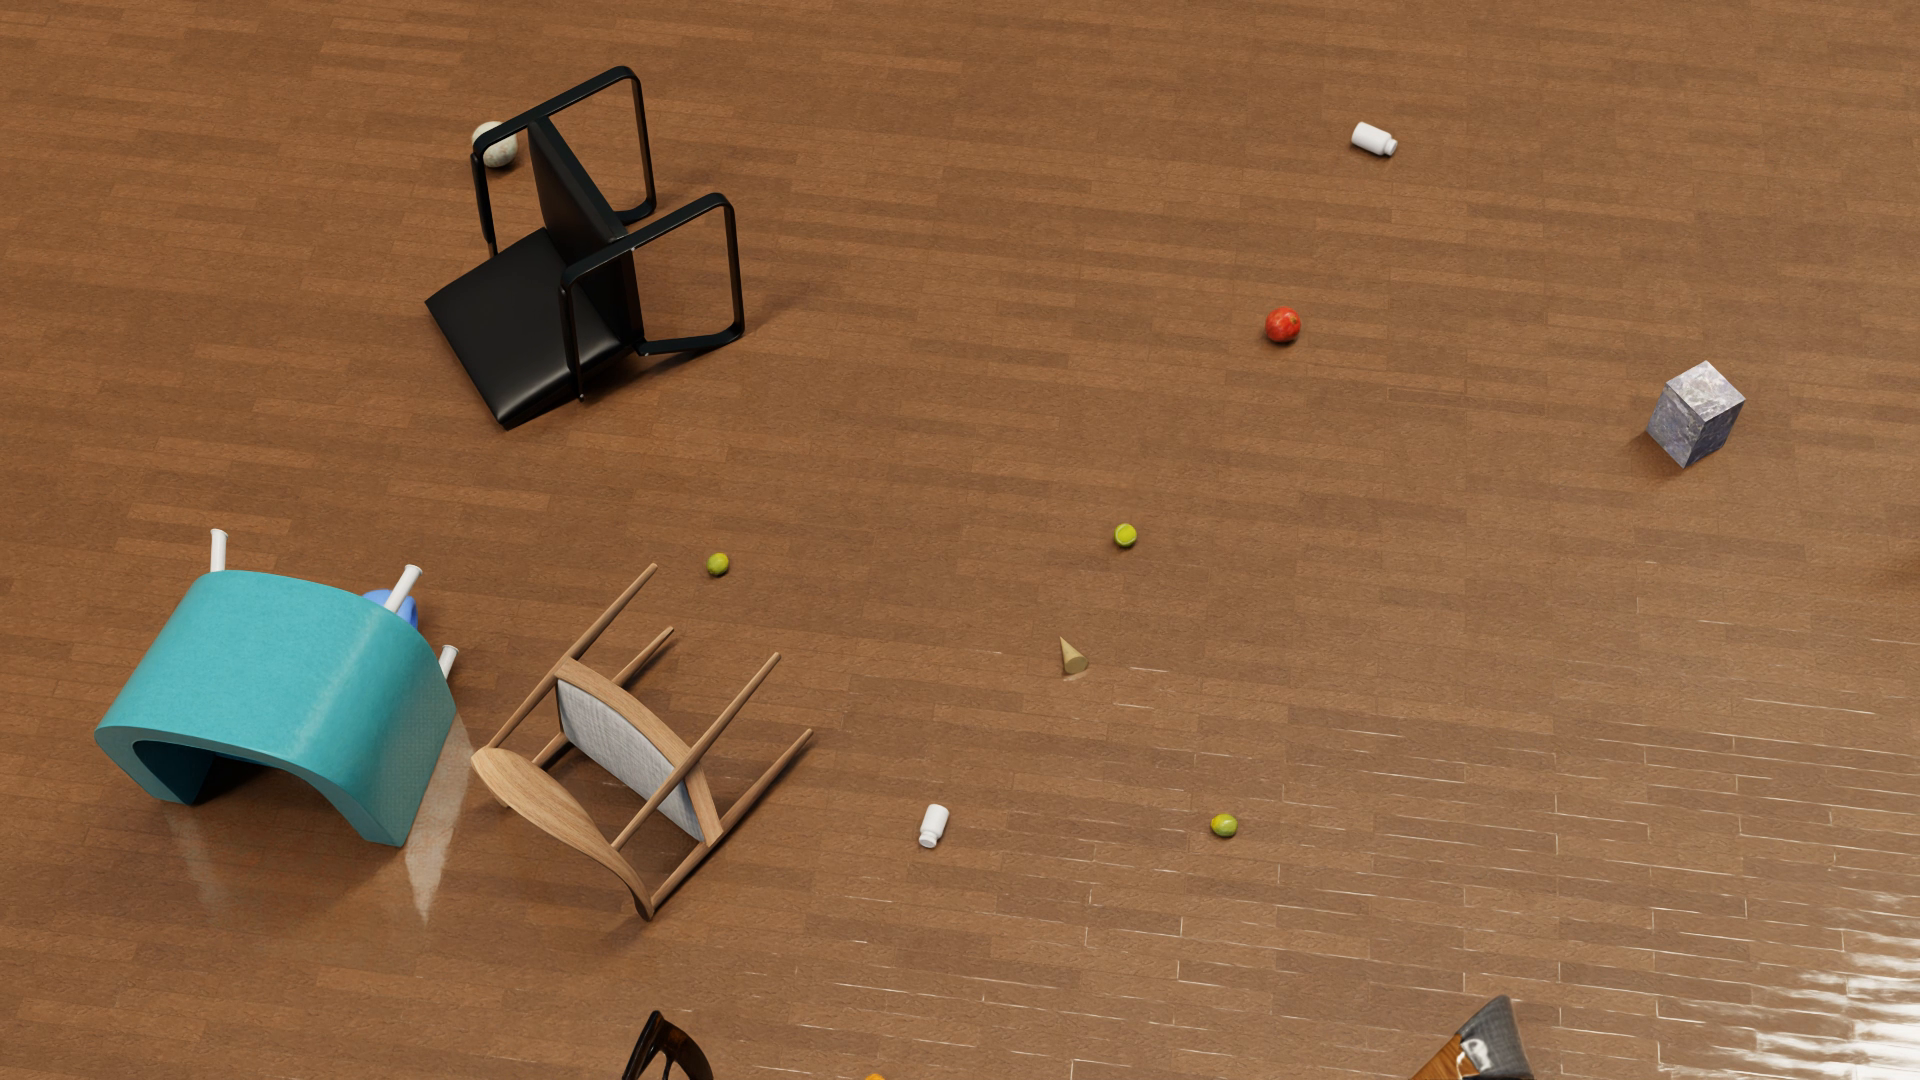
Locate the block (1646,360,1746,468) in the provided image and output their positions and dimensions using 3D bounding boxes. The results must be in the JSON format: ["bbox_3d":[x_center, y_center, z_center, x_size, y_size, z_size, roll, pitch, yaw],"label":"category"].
[{"bbox_3d":[2.234,-0.380,6.685,0.161,0.239,0.173,-27,60,-17],"label":"block"}]

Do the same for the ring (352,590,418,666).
[{"bbox_3d":[-1.644,0.252,6.291,0.161,0.198,0.221,2,73,-5],"label":"ring"}]

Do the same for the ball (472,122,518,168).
[{"bbox_3d":[-1.559,-1.326,7.372,0.153,0.153,0.153,0,56,0],"label":"ball"}]
